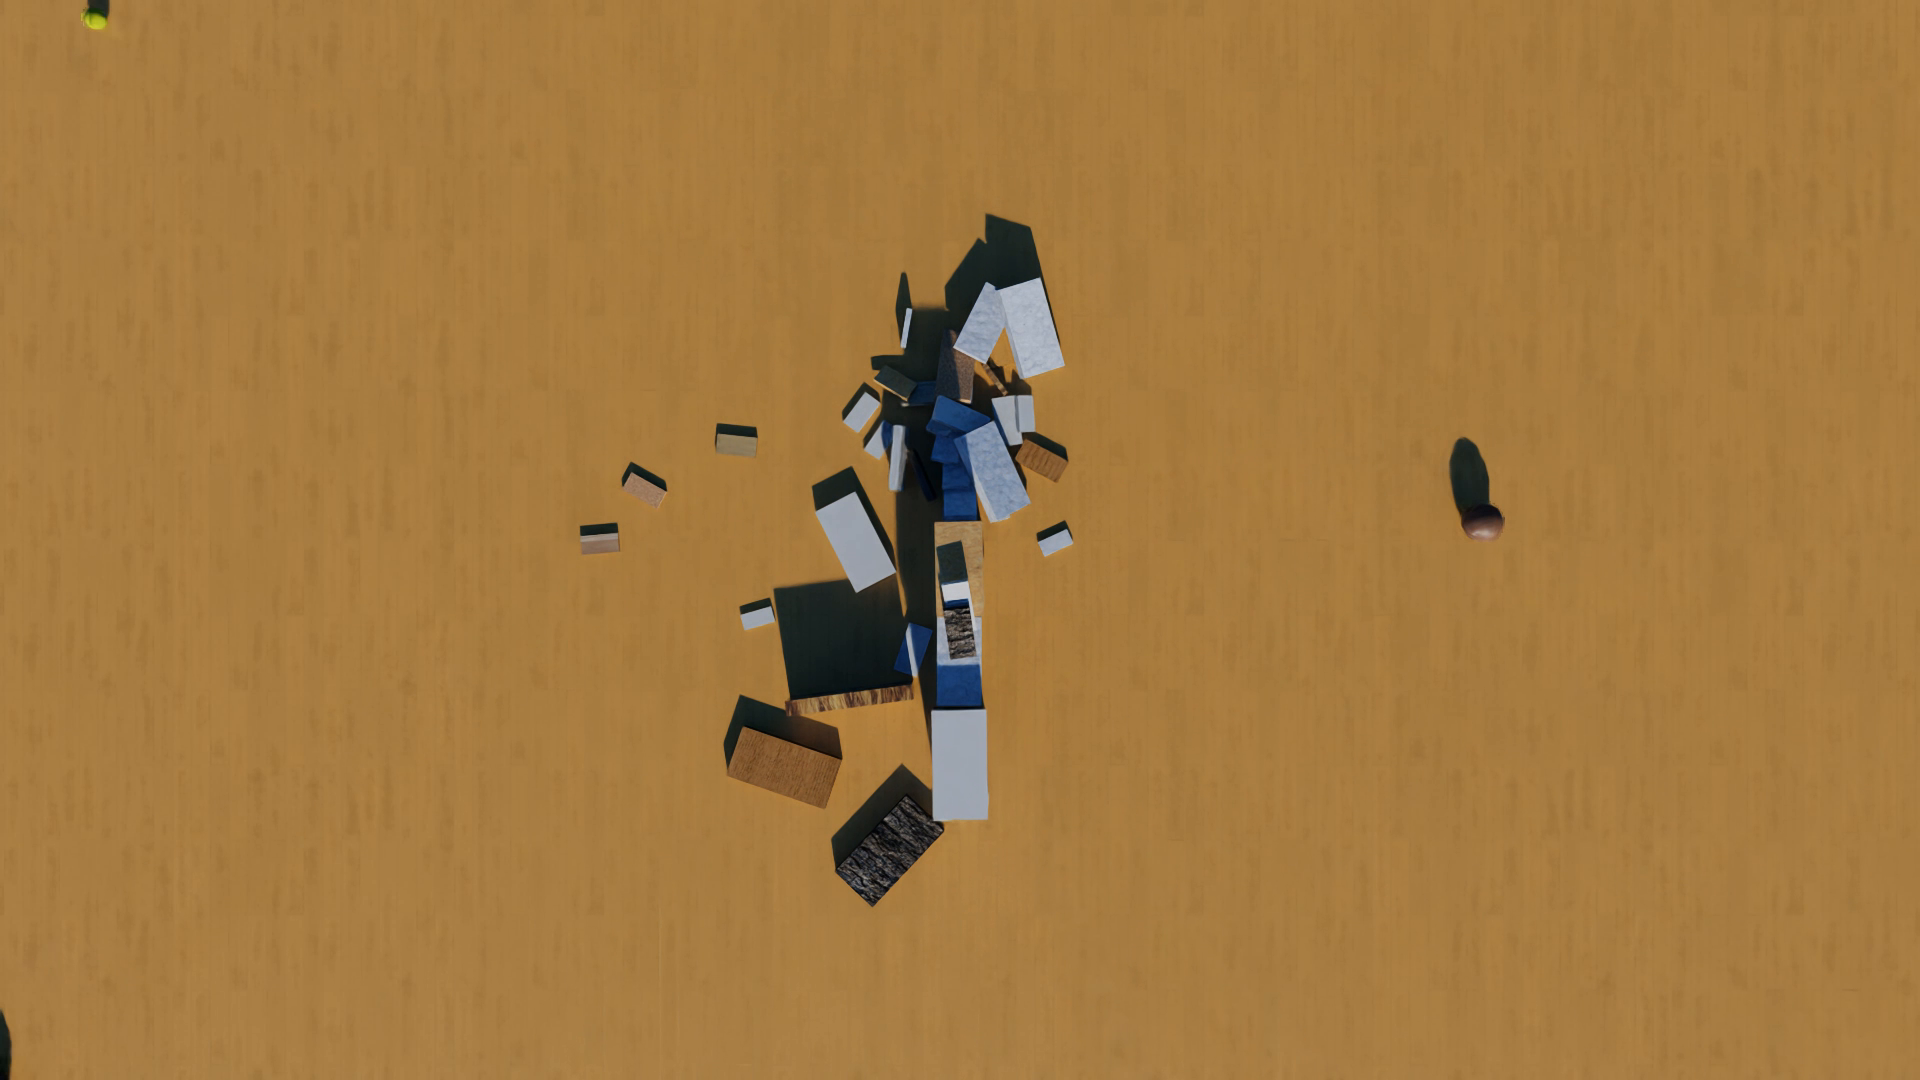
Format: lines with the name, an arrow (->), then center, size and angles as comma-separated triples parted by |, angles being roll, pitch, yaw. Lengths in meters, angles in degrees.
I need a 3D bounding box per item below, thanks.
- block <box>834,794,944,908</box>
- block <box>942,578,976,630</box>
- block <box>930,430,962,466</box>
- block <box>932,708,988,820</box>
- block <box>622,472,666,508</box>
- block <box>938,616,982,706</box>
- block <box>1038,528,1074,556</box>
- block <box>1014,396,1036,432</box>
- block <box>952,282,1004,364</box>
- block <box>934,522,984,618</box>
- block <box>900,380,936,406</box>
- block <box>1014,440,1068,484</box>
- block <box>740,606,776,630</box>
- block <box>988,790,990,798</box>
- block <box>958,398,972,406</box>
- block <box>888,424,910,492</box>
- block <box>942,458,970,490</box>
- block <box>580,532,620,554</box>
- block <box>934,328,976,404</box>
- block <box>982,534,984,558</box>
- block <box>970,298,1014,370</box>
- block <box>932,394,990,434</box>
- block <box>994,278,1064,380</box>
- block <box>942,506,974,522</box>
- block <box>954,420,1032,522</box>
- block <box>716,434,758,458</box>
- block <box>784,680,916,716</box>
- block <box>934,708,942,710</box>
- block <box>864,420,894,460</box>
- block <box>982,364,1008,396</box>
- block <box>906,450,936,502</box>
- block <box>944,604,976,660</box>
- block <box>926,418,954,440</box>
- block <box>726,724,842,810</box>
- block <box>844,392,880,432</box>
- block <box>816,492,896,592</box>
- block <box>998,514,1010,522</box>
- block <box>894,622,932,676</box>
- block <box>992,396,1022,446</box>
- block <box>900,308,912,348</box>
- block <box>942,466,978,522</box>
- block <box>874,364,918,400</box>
block -> -0.234, 1.030, 5.476 | 0.173, 0.049, 0.346 | 43, 90, 0
block -> -0.002, 0.207, 5.136 | 0.083, 0.023, 0.166 | -9, 109, 3
block -> -0.034, -0.337, 5.452 | 0.088, 0.025, 0.176 | 12, 68, 3
block -> -0.001, 0.698, 5.135 | 0.170, 0.048, 0.340 | -1, 90, 0
block -> -1.050, -0.164, 5.491 | 0.132, 0.019, 0.066 | 29, 90, 0
block -> -0.002, 0.382, 5.200 | 0.140, 0.040, 0.280 | 0, 90, 0
block -> 0.318, 0.009, 5.492 | 0.106, 0.015, 0.053 | -25, 90, 0
block -> 0.216, -0.419, 5.477 | 0.061, 0.017, 0.122 | -4, 90, -31
block -> 0.084, -0.715, 5.435 | 0.120, 0.034, 0.239 | 27, 84, -6
block -> -0.002, 0.091, 5.179 | 0.149, 0.042, 0.298 | -1, 91, 0
block -> -0.119, -0.486, 5.469 | 0.157, 0.022, 0.078 | -3, 65, 4
block -> 0.270, -0.263, 5.488 | 0.163, 0.023, 0.081 | 28, 90, 0
block -> -0.673, 0.260, 5.492 | 0.106, 0.015, 0.053 | -16, 90, 0
block -> 0.005, 0.804, 5.329 | 0.170, 0.340, 0.048 | 4, 92, 0
block -> 0.003, -0.523, 5.468 | 0.078, 0.022, 0.157 | 2, 75, 0
block -> -0.202, -0.269, 5.445 | 0.030, 0.106, 0.212 | 5, 90, 10
block -> -0.011, -0.247, 5.444 | 0.088, 0.025, 0.176 | 2, 60, 1
block -> -1.198, 0.013, 5.491 | 0.125, 0.018, 0.063 | -5, 90, 0
block -> -0.011, -0.575, 5.452 | 0.120, 0.034, 0.239 | 7, 75, 0
block -> 0.001, 0.013, 5.350 | 0.149, 0.298, 0.042 | -1, 99, 0
block -> 0.126, -0.699, 5.483 | 0.120, 0.034, 0.239 | -17, 90, 0
block -> 0.004, -0.400, 5.431 | 0.203, 0.023, 0.081 | 22, 74, -29
block -> 0.231, -0.697, 5.434 | 0.150, 0.043, 0.301 | -19, 100, -17
block -> -0.006, -0.057, 5.397 | 0.106, 0.211, 0.030 | -1, 113, 0
block -> 0.106, -0.225, 5.428 | 0.150, 0.043, 0.301 | -28, 97, -31
block -> -0.743, -0.314, 5.491 | 0.132, 0.019, 0.066 | 6, 90, 0
block -> -0.358, 0.518, 5.414 | 0.414, 0.173, 0.049 | -8, 90, 0
block -> -0.003, 0.582, 5.330 | 0.170, 0.340, 0.048 | 0, 89, 0
block -> -0.261, -0.333, 5.491 | 0.061, 0.017, 0.122 | 34, 90, 0
block -> 0.116, -0.530, 5.470 | 0.017, 0.061, 0.122 | -37, 90, 0
block -> -0.126, -0.212, 5.455 | 0.025, 0.088, 0.176 | -23, 90, 5
block -> -0.001, 0.288, 5.140 | 0.083, 0.023, 0.166 | -7, 110, 2
block -> -0.040, -0.414, 5.457 | 0.078, 0.022, 0.157 | 27, 70, 10
block -> -0.583, 0.753, 5.476 | 0.346, 0.049, 0.173 | 19, 90, 0
block -> -0.327, -0.424, 5.491 | 0.063, 0.018, 0.125 | 37, 90, 0
block -> -0.345, 0.007, 5.479 | 0.150, 0.043, 0.301 | -27, 90, 0
block -> 0.127, -0.117, 5.492 | 0.053, 0.015, 0.106 | -18, 90, 0
block -> -0.156, 0.364, 5.488 | 0.083, 0.023, 0.166 | 19, 90, 0
block -> 0.157, -0.395, 5.488 | 0.081, 0.023, 0.163 | -9, 90, 0
block -> -0.177, -0.702, 5.469 | 0.018, 0.063, 0.125 | 10, 90, 0
block -> -0.001, -0.155, 5.422 | 0.106, 0.030, 0.211 | -1, 53, -2
block -> -0.213, -0.521, 5.466 | 0.132, 0.019, 0.066 | 32, 72, 14
